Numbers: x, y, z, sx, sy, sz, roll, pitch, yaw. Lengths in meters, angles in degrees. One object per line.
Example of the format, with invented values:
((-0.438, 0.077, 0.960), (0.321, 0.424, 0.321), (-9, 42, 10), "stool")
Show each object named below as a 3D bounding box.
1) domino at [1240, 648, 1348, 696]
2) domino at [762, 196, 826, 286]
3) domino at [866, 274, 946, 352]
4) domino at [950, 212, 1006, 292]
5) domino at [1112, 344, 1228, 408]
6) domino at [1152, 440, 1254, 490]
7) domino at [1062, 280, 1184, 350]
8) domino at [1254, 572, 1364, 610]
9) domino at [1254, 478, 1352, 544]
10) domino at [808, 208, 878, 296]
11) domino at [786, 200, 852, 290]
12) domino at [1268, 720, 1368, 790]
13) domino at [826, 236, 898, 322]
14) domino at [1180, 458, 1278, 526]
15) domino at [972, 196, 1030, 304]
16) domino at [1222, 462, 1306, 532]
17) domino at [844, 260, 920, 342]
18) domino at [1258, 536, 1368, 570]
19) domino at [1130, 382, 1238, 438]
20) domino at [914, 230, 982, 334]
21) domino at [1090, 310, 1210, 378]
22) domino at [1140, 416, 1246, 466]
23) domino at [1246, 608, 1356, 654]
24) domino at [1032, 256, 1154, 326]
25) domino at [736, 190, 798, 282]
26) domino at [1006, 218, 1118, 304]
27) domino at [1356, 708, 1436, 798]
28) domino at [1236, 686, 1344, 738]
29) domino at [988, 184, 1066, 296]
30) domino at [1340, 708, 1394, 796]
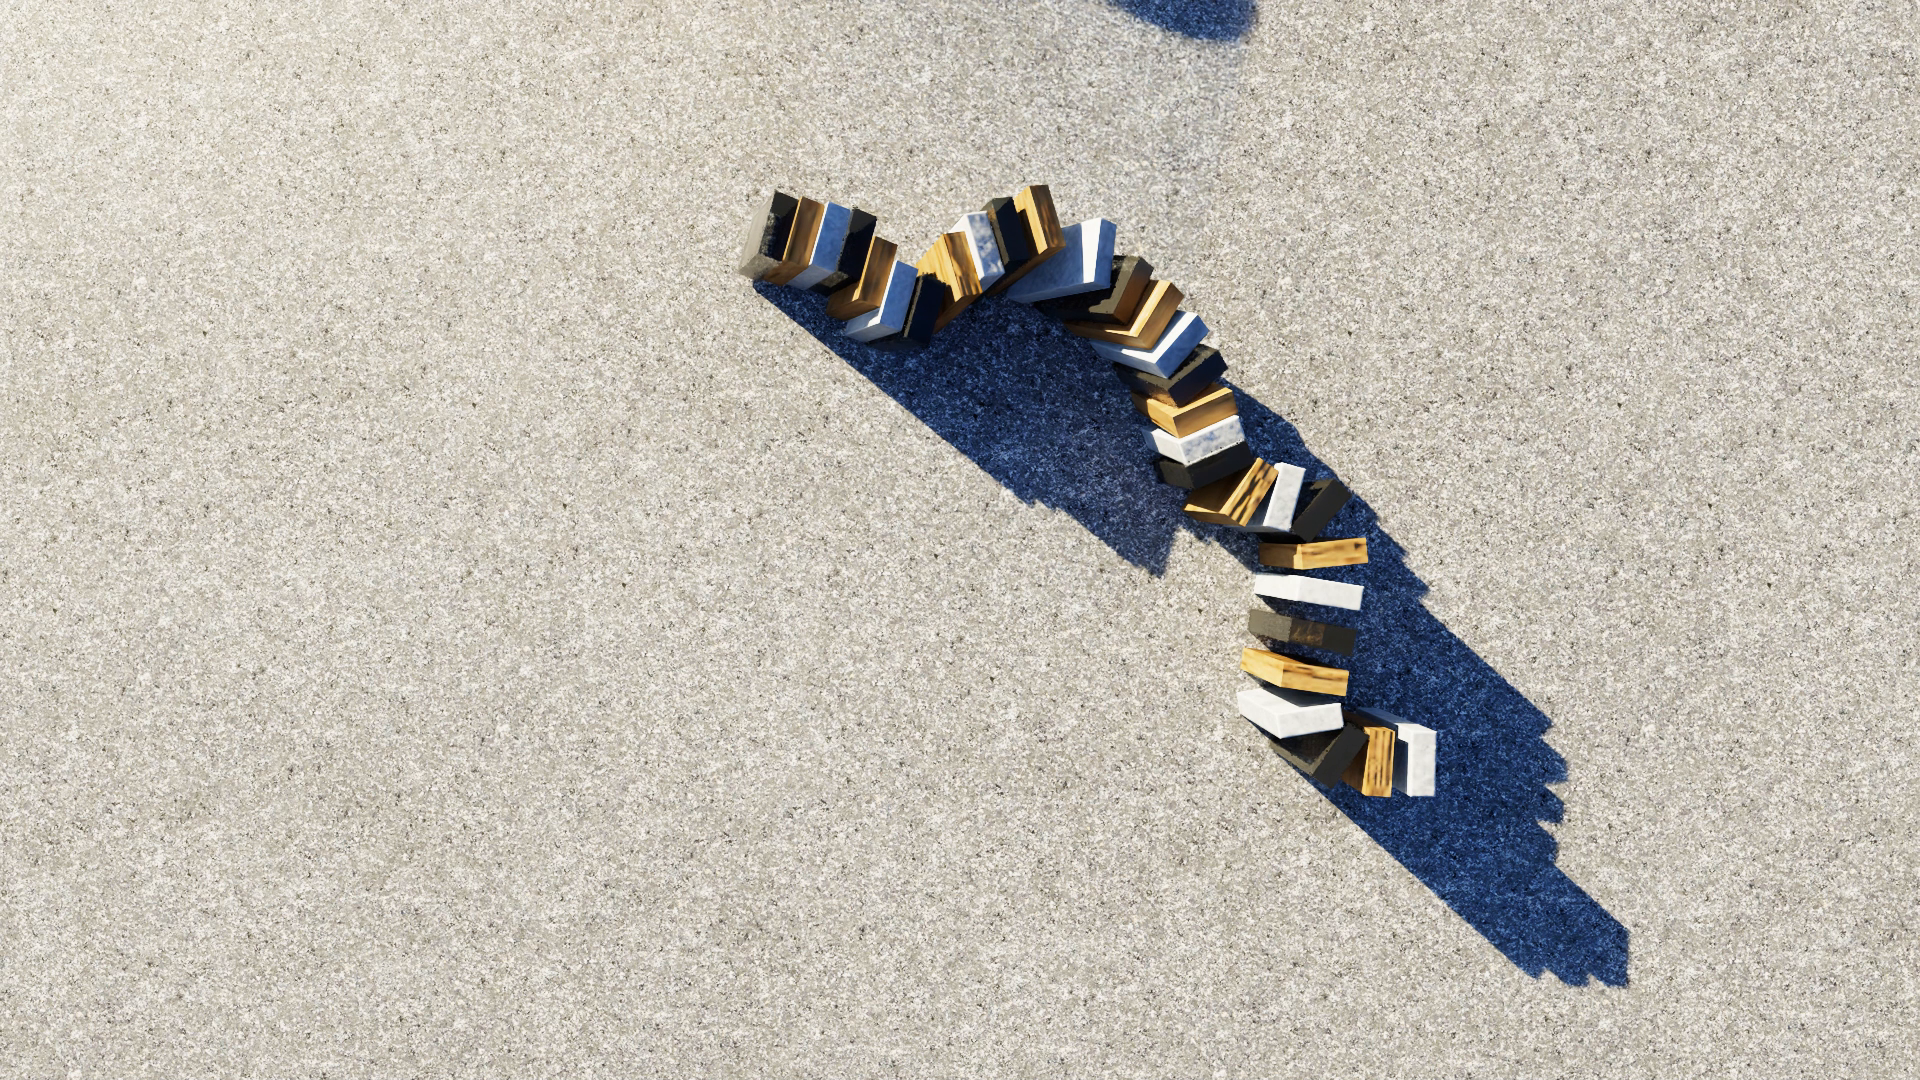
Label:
((0.136, 0.053, 0.375), (0.025, 0.050, 0.009), (8, 90, 0), "domino")
((-0.069, -0.121, 0.375), (0.010, 0.050, 0.025), (16, 90, -24), "domino")
((-0.023, -0.092, 0.375), (0.010, 0.050, 0.025), (16, 91, -25), "domino")
((0.000, -0.111, 0.375), (0.010, 0.050, 0.025), (-17, 90, -24), "domino")
((0.085, -0.071, 0.376), (0.025, 0.050, 0.009), (-38, 117, 0), "domino")
((0.098, -0.032, 0.375), (0.025, 0.050, 0.010), (-24, 98, 0), "domino")
((0.066, -0.095, 0.377), (0.009, 0.050, 0.025), (32, 90, -35), "domino")
((0.141, 0.021, 0.375), (0.025, 0.050, 0.009), (9, 90, 0), "domino")
((0.138, -0.011, 0.375), (0.010, 0.050, 0.025), (42, 90, -1), "domino")
((-0.049, -0.117, 0.375), (0.009, 0.050, 0.025), (16, 90, -24), "domino")
((-0.059, -0.119, 0.375), (0.010, 0.050, 0.025), (16, 90, -24), "domino")
((0.145, 0.083, 0.375), (0.009, 0.050, 0.025), (35, 90, 0), "domino")
((-0.041, -0.106, 0.375), (0.009, 0.050, 0.025), (16, 90, -24), "domino")
((0.109, -0.020, 0.375), (0.010, 0.050, 0.025), (32, 90, -7), "domino")
((0.010, -0.117, 0.375), (0.009, 0.050, 0.025), (-17, 90, -24), "domino")
((0.123, -0.016, 0.375), (0.010, 0.050, 0.025), (15, 90, -2), "domino")
((-0.033, -0.097, 0.375), (0.010, 0.050, 0.025), (16, 90, -24), "domino")
((0.143, 0.005, 0.375), (0.025, 0.050, 0.010), (-6, 91, 0), "domino")
((0.090, -0.057, 0.375), (0.025, 0.050, 0.009), (-24, 113, 0), "domino")
((-0.008, -0.103, 0.375), (0.010, 0.050, 0.025), (-17, 90, -23), "domino")
((0.076, -0.083, 0.376), (0.025, 0.050, 0.010), (-49, 121, 0), "domino")
((0.094, -0.044, 0.375), (0.025, 0.050, 0.010), (-24, 104, 0), "domino")
((0.138, 0.037, 0.375), (0.025, 0.050, 0.010), (11, 90, 0), "domino")
((0.054, -0.104, 0.378), (0.010, 0.050, 0.025), (25, 90, -38), "domino")
((-0.079, -0.123, 0.375), (0.009, 0.050, 0.025), (16, 90, -24), "domino")
((0.041, -0.114, 0.378), (0.010, 0.050, 0.025), (7, 90, -40), "domino")
((0.177, 0.086, 0.375), (0.009, 0.050, 0.025), (1, 90, 0), "domino")
((0.134, 0.069, 0.375), (0.025, 0.050, 0.010), (-9, 90, 0), "domino")
((0.022, -0.122, 0.376), (0.010, 0.050, 0.025), (-16, 90, -31), "domino")
((0.161, 0.085, 0.375), (0.009, 0.050, 0.025), (4, 90, 0), "domino")
